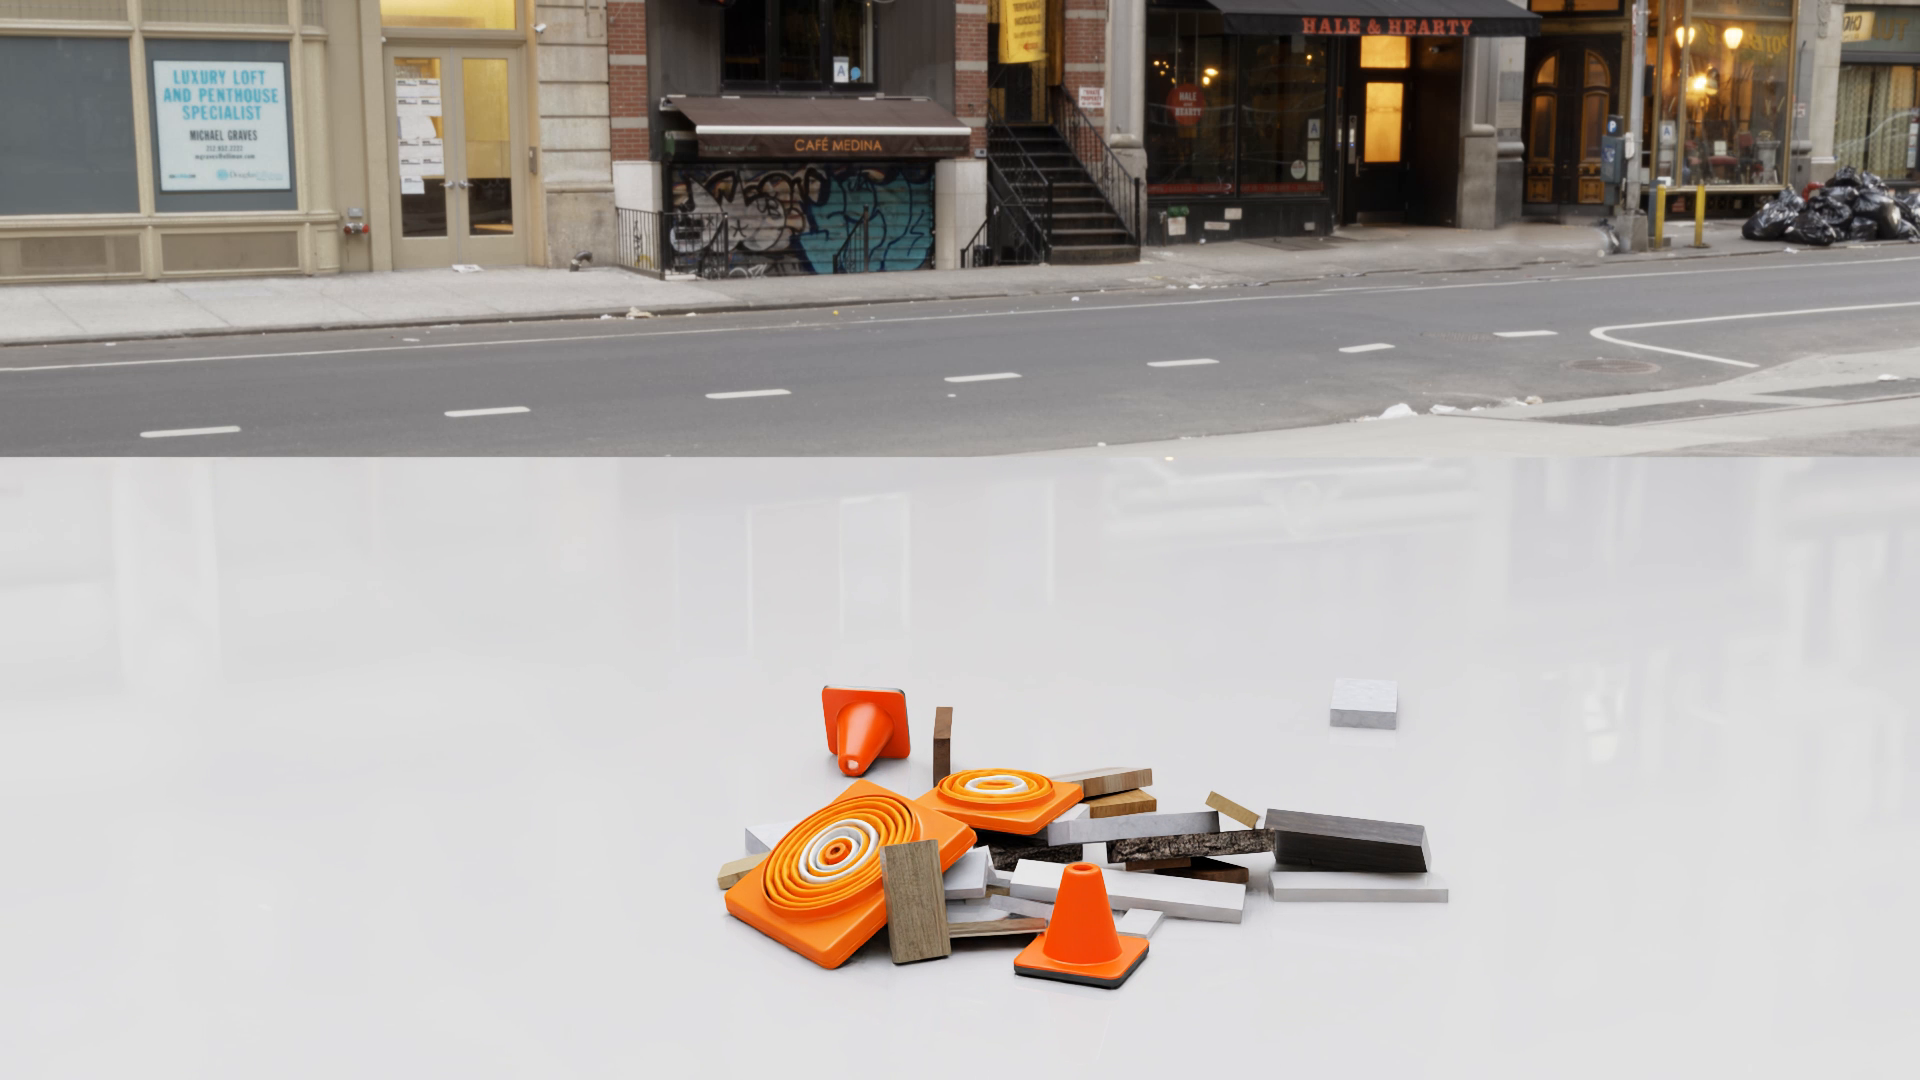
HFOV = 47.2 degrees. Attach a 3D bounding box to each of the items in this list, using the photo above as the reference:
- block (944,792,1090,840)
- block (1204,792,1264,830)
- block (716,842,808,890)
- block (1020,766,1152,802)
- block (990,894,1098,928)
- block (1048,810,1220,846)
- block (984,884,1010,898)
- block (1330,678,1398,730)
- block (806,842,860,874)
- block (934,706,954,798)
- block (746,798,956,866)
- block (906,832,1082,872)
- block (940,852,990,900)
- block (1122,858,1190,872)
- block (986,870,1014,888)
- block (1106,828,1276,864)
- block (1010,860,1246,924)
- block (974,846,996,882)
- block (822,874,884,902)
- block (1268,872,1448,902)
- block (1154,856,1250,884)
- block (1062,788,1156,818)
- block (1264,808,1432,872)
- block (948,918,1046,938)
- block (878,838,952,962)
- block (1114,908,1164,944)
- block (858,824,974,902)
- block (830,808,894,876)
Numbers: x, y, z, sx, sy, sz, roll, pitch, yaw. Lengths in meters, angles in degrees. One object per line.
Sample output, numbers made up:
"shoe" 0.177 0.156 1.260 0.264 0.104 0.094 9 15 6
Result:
"block" 0.101 0.490 3.901 0.234 0.033 0.117 4 11 20
"block" 0.467 0.460 3.729 0.089 0.025 0.177 27 -3 14
"block" -0.333 0.550 3.715 0.148 0.021 0.074 -16 9 5
"block" 0.240 0.461 4.168 0.234 0.033 0.117 -4 -1 -39
"block" 0.134 0.594 3.517 0.156 0.022 0.078 6 -9 31
"block" 0.296 0.494 3.761 0.266 0.038 0.133 -2 -10 -14
"block" 0.051 0.583 3.671 0.091 0.013 0.045 -1 11 -8
"block" 0.886 0.357 4.816 0.138 0.039 0.276 2 11 12
"block" -0.176 0.533 3.684 0.148 0.021 0.074 -6 16 36
"block" -0.033 0.413 4.302 0.033 0.117 0.234 0 11 1
"block" -0.150 0.522 3.927 0.445 0.039 0.138 -5 12 -24
"block" 0.060 0.539 3.834 0.276 0.039 0.138 -5 12 -27
"block" -0.036 0.533 3.477 0.156 0.022 0.078 -5 38 11
"block" 0.328 0.541 3.667 0.108 0.015 0.054 -4 -9 -1
"block" 0.071 0.564 3.666 0.091 0.013 0.045 10 8 -14
"block" 0.387 0.516 3.704 0.266 0.038 0.133 -4 -9 -4
"block" 0.275 0.574 3.598 0.377 0.025 0.089 5 19 10
"block" -0.034 0.557 3.637 0.183 0.026 0.091 -16 13 -1
"block" -0.126 0.561 3.612 0.183 0.026 0.091 -7 15 31
"block" 0.663 0.579 3.667 0.286 0.023 0.081 0 11 1
"block" 0.406 0.558 3.709 0.081 0.023 0.163 -5 3 -28
"block" 0.277 0.494 4.120 0.163 0.023 0.081 -4 11 -21
"block" 0.661 0.517 3.745 0.266 0.038 0.133 4 -30 21
"block" 0.050 0.607 3.443 0.156 0.022 0.078 -2 -10 -10
"block" -0.069 0.554 3.380 0.089 0.177 0.025 -5 -6 -24
"block" 0.284 0.614 3.499 0.054 0.015 0.108 4 11 19
"block" -0.067 0.520 3.542 0.183 0.026 0.091 -14 37 0
"block" -0.150 0.506 3.626 0.074 0.021 0.148 -26 39 -15
